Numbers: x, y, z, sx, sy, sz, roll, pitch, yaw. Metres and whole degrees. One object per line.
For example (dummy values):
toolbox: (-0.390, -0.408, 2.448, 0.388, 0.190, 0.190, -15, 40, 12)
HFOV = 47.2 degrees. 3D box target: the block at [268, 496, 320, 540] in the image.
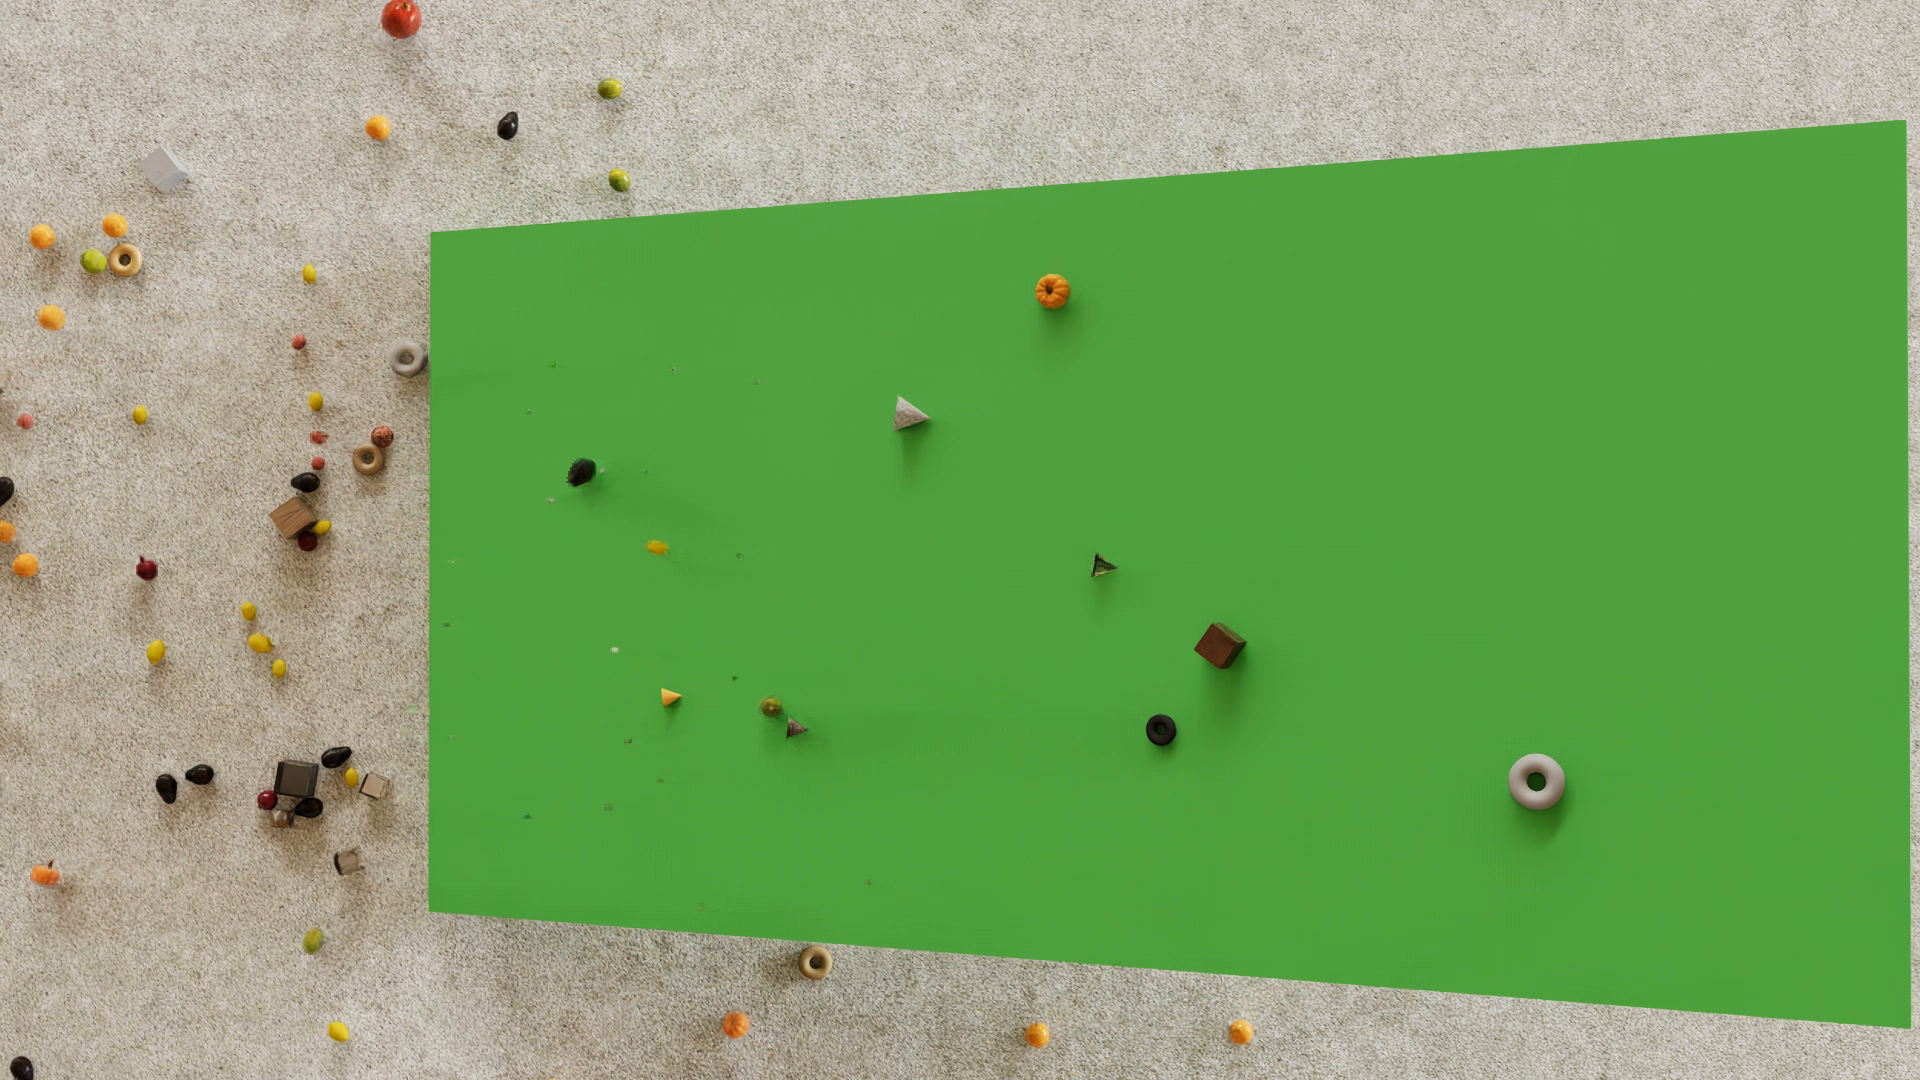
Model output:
block: (-1.975, -0.064, 6.524, 0.090, 0.090, 0.090, -36, 89, 0)

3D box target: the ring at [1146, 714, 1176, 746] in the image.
ring: (0.505, 0.477, 5.528, 0.080, 0.027, 0.080, -1, 89, 26)

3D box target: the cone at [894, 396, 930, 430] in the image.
cone: (-0.123, -0.328, 5.810, 0.096, 0.096, 0.096, 9, 89, -3)

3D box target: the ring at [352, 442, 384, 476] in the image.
ring: (-1.763, -0.242, 6.555, 0.098, 0.033, 0.098, 0, 89, 1)

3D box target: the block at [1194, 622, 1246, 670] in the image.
block: (0.644, 0.262, 5.438, 0.081, 0.081, 0.081, 38, 104, 20)

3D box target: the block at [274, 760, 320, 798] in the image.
block: (-1.966, 0.707, 6.513, 0.094, 0.094, 0.094, 9, 89, 0)

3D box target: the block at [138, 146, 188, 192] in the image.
block: (-2.368, -1.102, 6.538, 0.087, 0.087, 0.087, -38, 89, 0)

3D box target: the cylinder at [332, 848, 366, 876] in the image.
cylinder: (-1.813, 0.955, 6.524, 0.066, 0.066, 0.066, -28, 89, 16)

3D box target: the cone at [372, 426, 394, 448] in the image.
cone: (-1.727, -0.309, 6.538, 0.068, 0.068, 0.068, 0, 89, 0)

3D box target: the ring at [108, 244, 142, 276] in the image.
ring: (-2.491, -0.835, 6.561, 0.101, 0.034, 0.101, 0, 89, -1)

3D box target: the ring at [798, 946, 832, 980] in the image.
ring: (-0.430, 1.256, 6.537, 0.102, 0.034, 0.102, 0, 88, -1)

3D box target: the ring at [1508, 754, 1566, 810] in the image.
ring: (1.348, 0.565, 5.139, 0.132, 0.044, 0.132, -1, 88, 25)

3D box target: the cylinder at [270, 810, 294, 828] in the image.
cylinder: (-2.013, 0.828, 6.532, 0.053, 0.053, 0.053, 3, 89, 0)

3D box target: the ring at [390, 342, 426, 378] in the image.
ring: (-1.648, -0.539, 6.557, 0.109, 0.036, 0.109, 0, 90, -1)

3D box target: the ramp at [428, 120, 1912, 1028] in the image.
ramp: (0.283, 0.083, 5.702, 4.000, 0.100, 2.000, 0, 89, 24)

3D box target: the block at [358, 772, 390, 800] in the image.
block: (-1.739, 0.730, 6.529, 0.061, 0.061, 0.061, 22, 89, 0)

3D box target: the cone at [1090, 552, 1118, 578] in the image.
cone: (0.370, 0.068, 5.591, 0.066, 0.066, 0.066, 9, 89, -3)

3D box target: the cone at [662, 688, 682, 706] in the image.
cone: (-0.799, 0.436, 6.116, 0.054, 0.054, 0.054, -7, 89, -3)
